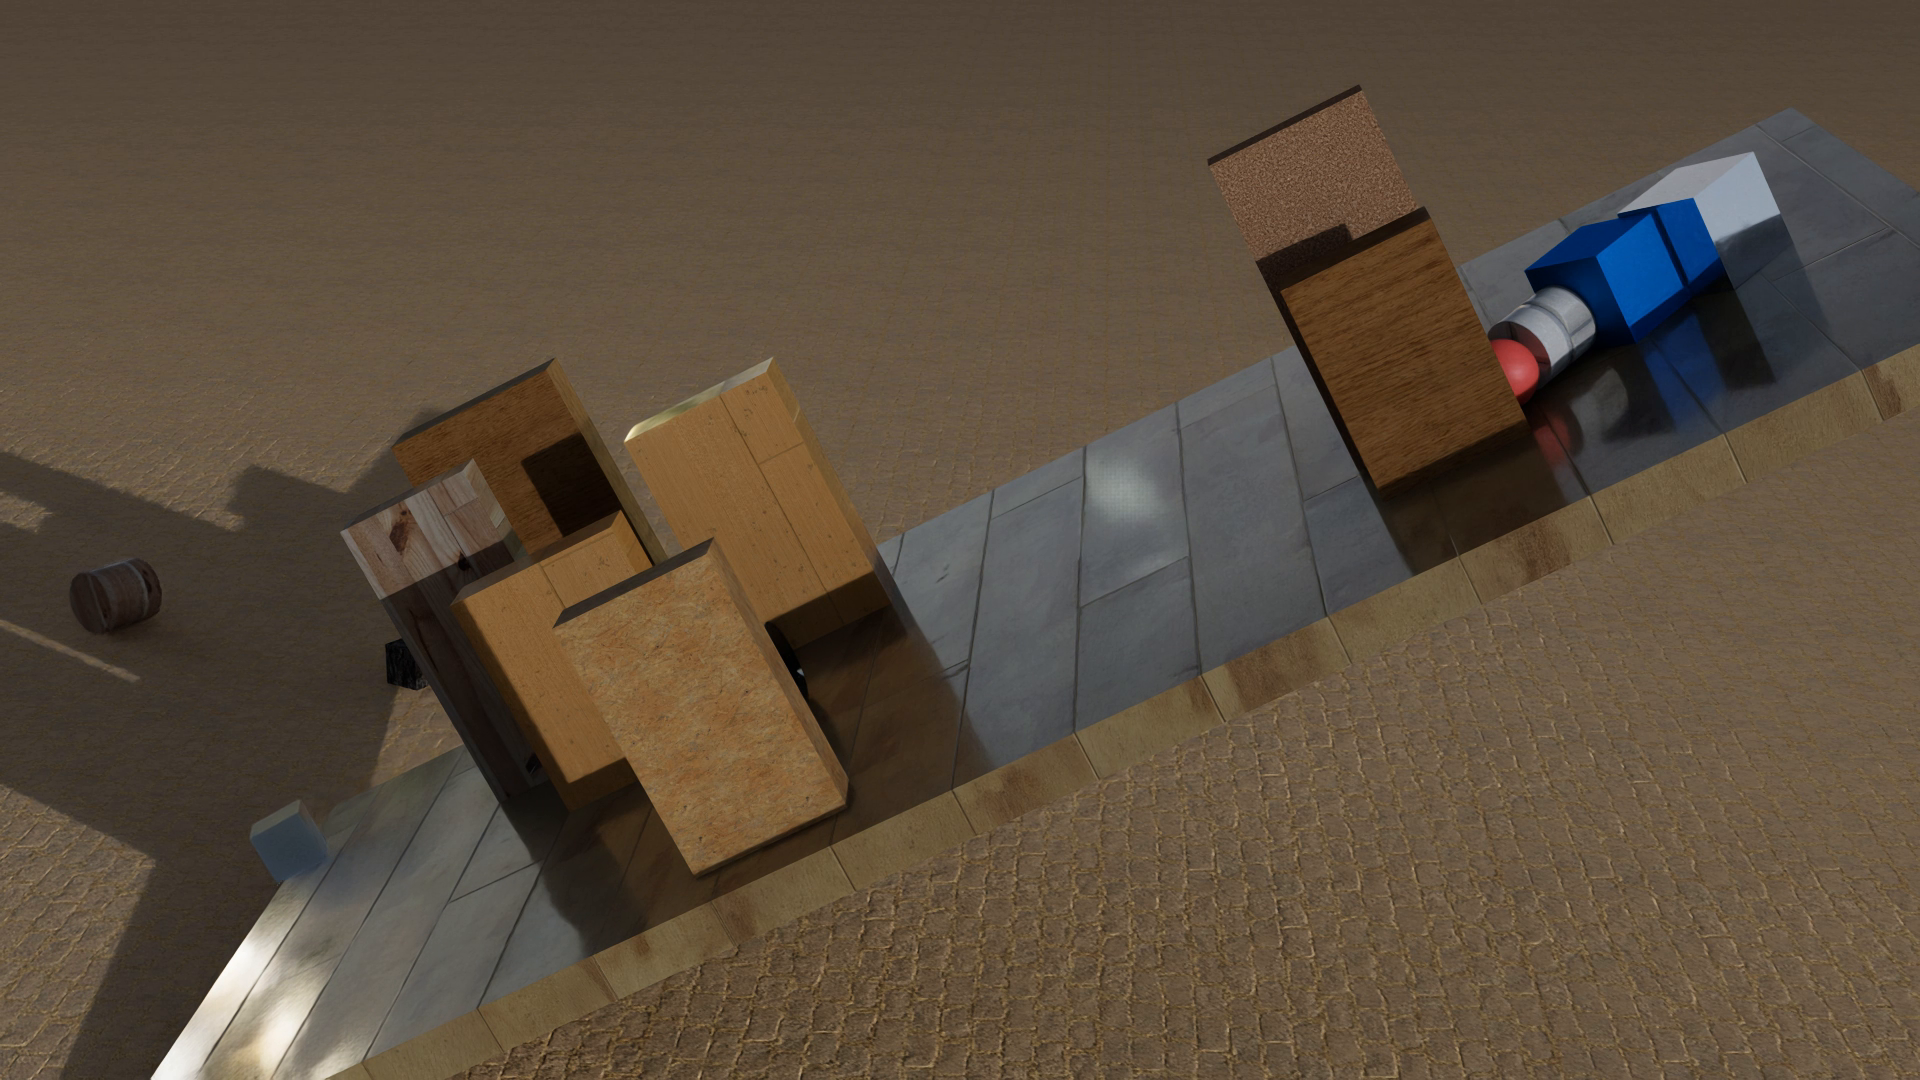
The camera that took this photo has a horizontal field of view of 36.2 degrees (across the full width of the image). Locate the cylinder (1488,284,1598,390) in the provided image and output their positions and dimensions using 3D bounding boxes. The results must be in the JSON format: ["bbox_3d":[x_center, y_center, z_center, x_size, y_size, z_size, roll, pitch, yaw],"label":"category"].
[{"bbox_3d":[1.156,-0.403,5.847,0.156,0.156,0.156,-36,35,-31],"label":"cylinder"}]

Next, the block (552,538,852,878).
[{"bbox_3d":[-0.480,0.318,5.539,0.327,0.557,0.111,-26,14,10],"label":"block"}]

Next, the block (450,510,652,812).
[{"bbox_3d":[-0.794,0.265,6.400,0.398,0.529,0.136,-26,14,10],"label":"block"}]

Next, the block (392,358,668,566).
[{"bbox_3d":[-0.982,0.011,7.125,0.429,0.794,0.130,-26,14,10],"label":"block"}]

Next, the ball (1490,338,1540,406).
[{"bbox_3d":[1.062,-0.322,5.762,0.144,0.144,0.144,0,17,0],"label":"ball"}]

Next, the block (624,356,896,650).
[{"bbox_3d":[-0.455,-0.059,6.757,0.368,0.608,0.149,-26,14,10],"label":"block"}]

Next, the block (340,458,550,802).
[{"bbox_3d":[-1.085,0.211,6.735,0.323,0.729,0.109,-26,14,10],"label":"block"}]

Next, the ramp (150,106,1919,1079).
[{"bbox_3d":[0.139,0.168,6.281,4.000,0.100,2.000,-26,14,10],"label":"ramp"}]

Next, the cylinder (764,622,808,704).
[{"bbox_3d":[-0.458,0.304,6.313,0.196,0.196,0.196,-25,14,11],"label":"cylinder"}]

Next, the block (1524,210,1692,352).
[{"bbox_3d":[1.298,-0.513,5.889,0.195,0.195,0.195,-36,16,-31],"label":"block"}]

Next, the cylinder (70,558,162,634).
[{"bbox_3d":[-2.648,0.175,9.229,0.197,0.197,0.197,12,21,35],"label":"cylinder"}]

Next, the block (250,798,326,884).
[{"bbox_3d":[-1.635,0.734,7.162,0.132,0.132,0.132,-29,14,-5],"label":"block"}]

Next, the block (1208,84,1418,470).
[{"bbox_3d":[0.791,-0.516,5.835,0.330,0.689,0.082,-26,14,10],"label":"block"}]

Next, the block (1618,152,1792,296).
[{"bbox_3d":[1.494,-0.626,5.899,0.205,0.205,0.205,-36,16,-30],"label":"block"}]

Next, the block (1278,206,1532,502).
[{"bbox_3d":[0.848,-0.354,5.620,0.310,0.460,0.129,-26,14,10],"label":"block"}]

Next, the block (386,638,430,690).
[{"bbox_3d":[-1.618,0.362,8.740,0.121,0.121,0.121,11,20,33],"label":"block"}]
